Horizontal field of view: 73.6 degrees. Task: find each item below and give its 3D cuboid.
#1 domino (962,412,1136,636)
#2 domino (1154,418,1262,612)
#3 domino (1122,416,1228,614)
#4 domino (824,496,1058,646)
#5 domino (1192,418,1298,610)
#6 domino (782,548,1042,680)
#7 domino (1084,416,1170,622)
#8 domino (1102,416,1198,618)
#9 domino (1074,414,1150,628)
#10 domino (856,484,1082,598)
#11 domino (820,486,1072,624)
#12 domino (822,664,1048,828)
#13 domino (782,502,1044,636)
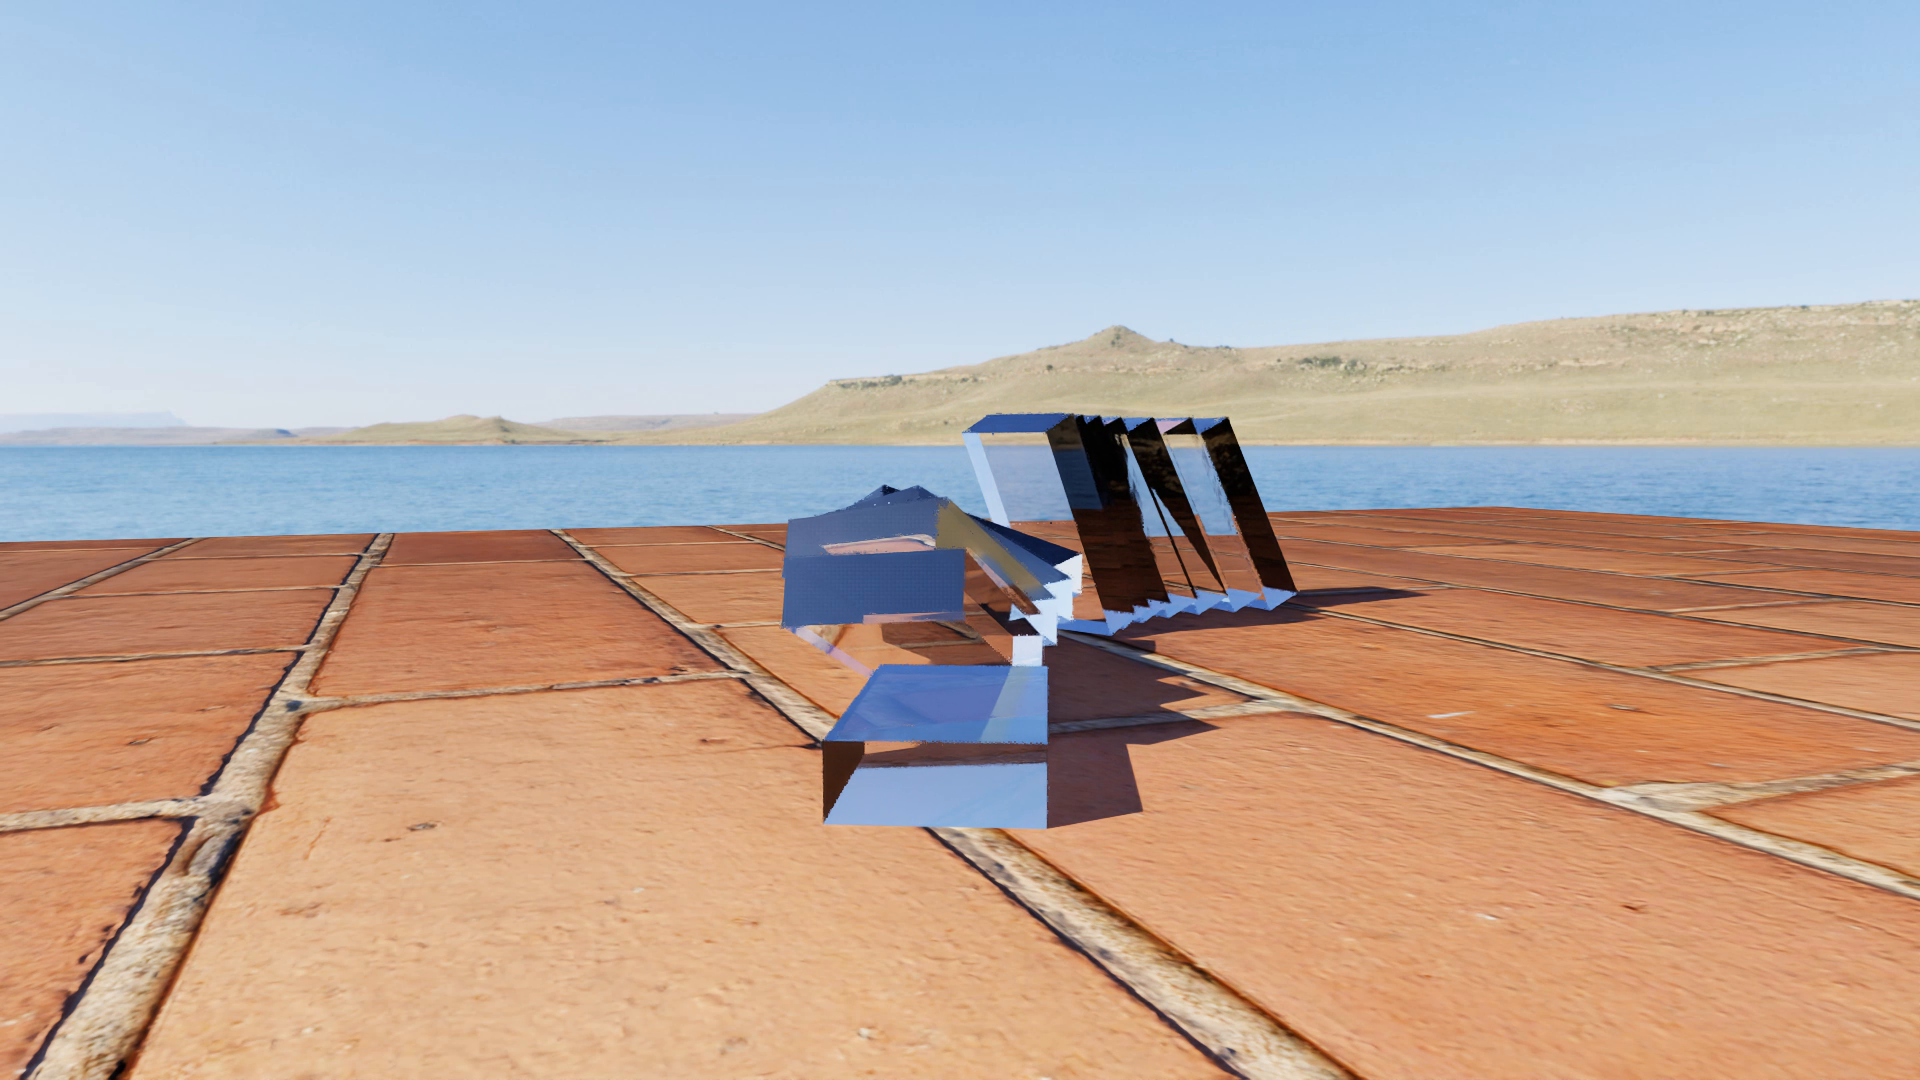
[{"bbox_3d":[0.020,-0.004,0.287,0.025,0.050,0.009,4,32,45],"label":"domino"},{"bbox_3d":[0.058,-0.007,0.331,0.009,0.050,0.025,-30,15,-18],"label":"domino"},{"bbox_3d":[0.048,-0.006,0.327,0.009,0.050,0.025,-30,15,-18],"label":"domino"},{"bbox_3d":[-0.003,0.008,0.234,0.025,0.010,0.050,-8,-25,24],"label":"domino"},{"bbox_3d":[0.068,-0.007,0.335,0.009,0.050,0.025,-30,15,-18],"label":"domino"},{"bbox_3d":[-0.005,0.014,0.192,0.025,0.010,0.050,-3,-18,15],"label":"domino"},{"bbox_3d":[0.031,-0.005,0.310,0.010,0.050,0.025,-32,19,-26],"label":"domino"},{"bbox_3d":[0.040,-0.006,0.320,0.009,0.050,0.025,-30,15,-18],"label":"domino"},{"bbox_3d":[0.025,-0.004,0.299,0.010,0.050,0.025,-34,23,-31],"label":"domino"},{"bbox_3d":[-0.002,0.004,0.273,0.050,0.009,0.025,19,-28,-29],"label":"domino"},{"bbox_3d":[-0.002,0.006,0.254,0.025,0.010,0.050,-15,-30,36],"label":"domino"},{"bbox_3d":[-0.001,0.025,0.167,0.025,0.010,0.050,0,4,4],"label":"domino"},{"bbox_3d":[-0.006,0.009,0.213,0.025,0.009,0.050,-6,-25,21],"label":"domino"}]
